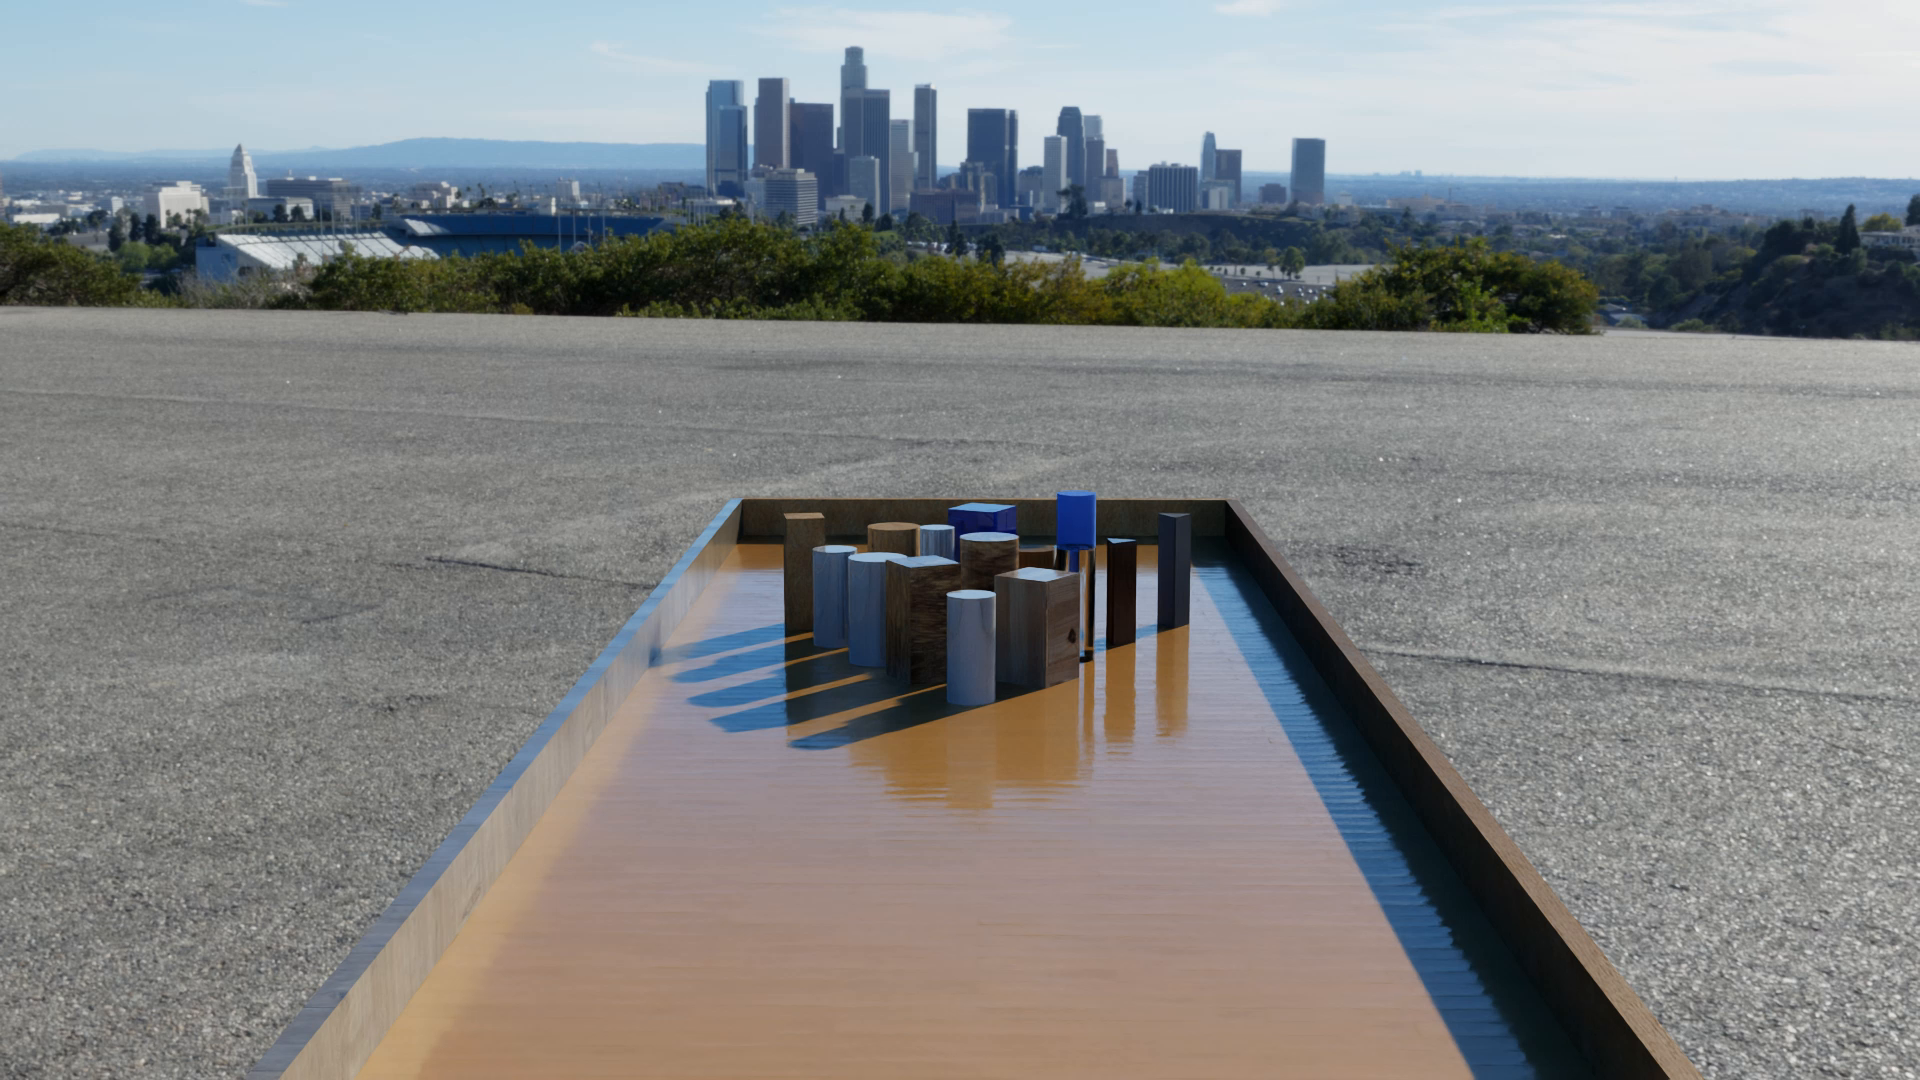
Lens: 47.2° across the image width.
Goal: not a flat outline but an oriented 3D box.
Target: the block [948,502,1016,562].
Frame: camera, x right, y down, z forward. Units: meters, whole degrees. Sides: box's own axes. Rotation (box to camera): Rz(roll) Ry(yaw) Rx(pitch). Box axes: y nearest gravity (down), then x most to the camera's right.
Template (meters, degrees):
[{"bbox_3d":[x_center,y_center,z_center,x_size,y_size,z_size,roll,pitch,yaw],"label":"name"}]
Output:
[{"bbox_3d":[0.073,0.090,7.169,0.166,0.397,0.166,5,10,27],"label":"block"}]

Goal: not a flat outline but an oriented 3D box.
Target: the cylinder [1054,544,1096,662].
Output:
[{"bbox_3d":[0.347,0.192,6.697,0.128,0.345,0.128,0,9,0],"label":"cylinder"}]

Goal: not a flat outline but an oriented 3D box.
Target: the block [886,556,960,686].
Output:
[{"bbox_3d":[-0.108,0.232,6.441,0.164,0.345,0.164,-5,10,-27],"label":"block"}]

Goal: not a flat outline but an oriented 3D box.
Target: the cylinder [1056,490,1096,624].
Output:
[{"bbox_3d":[0.380,0.066,7.186,0.127,0.441,0.127,0,9,0],"label":"cylinder"}]

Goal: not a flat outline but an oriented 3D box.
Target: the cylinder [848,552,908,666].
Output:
[{"bbox_3d":[-0.248,0.209,6.668,0.179,0.319,0.179,0,9,0],"label":"cylinder"}]

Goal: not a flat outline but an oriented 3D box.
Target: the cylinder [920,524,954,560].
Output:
[{"bbox_3d":[-0.072,0.142,6.933,0.110,0.369,0.110,0,9,0],"label":"cylinder"}]

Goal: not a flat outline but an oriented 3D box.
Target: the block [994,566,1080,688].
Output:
[{"bbox_3d":[0.225,0.253,6.415,0.180,0.312,0.180,6,11,35],"label":"block"}]

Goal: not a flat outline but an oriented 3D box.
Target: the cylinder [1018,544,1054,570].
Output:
[{"bbox_3d":[0.226,0.176,6.927,0.152,0.304,0.152,0,9,0],"label":"cylinder"}]

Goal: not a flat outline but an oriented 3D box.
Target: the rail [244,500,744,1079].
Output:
[{"bbox_3d":[-1.004,0.839,3.234,0.050,0.150,12.000,0,9,1],"label":"rail"}]

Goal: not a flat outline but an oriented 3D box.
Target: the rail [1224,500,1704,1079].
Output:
[{"bbox_3d":[1.046,0.843,3.208,0.050,0.150,12.000,0,9,1],"label":"rail"}]

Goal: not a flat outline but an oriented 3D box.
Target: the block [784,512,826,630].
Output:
[{"bbox_3d":[-0.509,0.101,7.202,0.125,0.366,0.125,-2,9,-10],"label":"block"}]

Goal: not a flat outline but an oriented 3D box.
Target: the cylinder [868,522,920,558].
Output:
[{"bbox_3d":[-0.215,0.119,7.198,0.173,0.332,0.173,0,9,0],"label":"cylinder"}]

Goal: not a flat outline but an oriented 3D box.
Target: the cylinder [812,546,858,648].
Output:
[{"bbox_3d":[-0.393,0.177,6.923,0.141,0.302,0.141,0,9,0],"label":"cylinder"}]

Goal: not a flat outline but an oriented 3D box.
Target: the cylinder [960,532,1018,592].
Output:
[{"bbox_3d":[0.089,0.176,6.692,0.179,0.377,0.179,0,9,0],"label":"cylinder"}]

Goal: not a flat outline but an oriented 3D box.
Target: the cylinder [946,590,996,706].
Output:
[{"bbox_3d":[0.031,0.300,6.153,0.138,0.302,0.138,0,9,0],"label":"cylinder"}]

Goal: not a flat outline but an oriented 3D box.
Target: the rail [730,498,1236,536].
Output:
[{"bbox_3d":[0.099,-0.098,9.147,2.100,0.150,0.050,0,9,1],"label":"rail"}]

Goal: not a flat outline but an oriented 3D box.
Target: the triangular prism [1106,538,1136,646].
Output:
[{"bbox_3d":[0.493,0.161,6.947,0.097,0.327,0.084,-7,11,-36],"label":"triangular prism"}]

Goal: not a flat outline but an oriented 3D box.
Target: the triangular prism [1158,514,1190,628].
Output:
[{"bbox_3d":[0.690,0.098,7.219,0.090,0.367,0.104,6,11,34],"label":"triangular prism"}]
